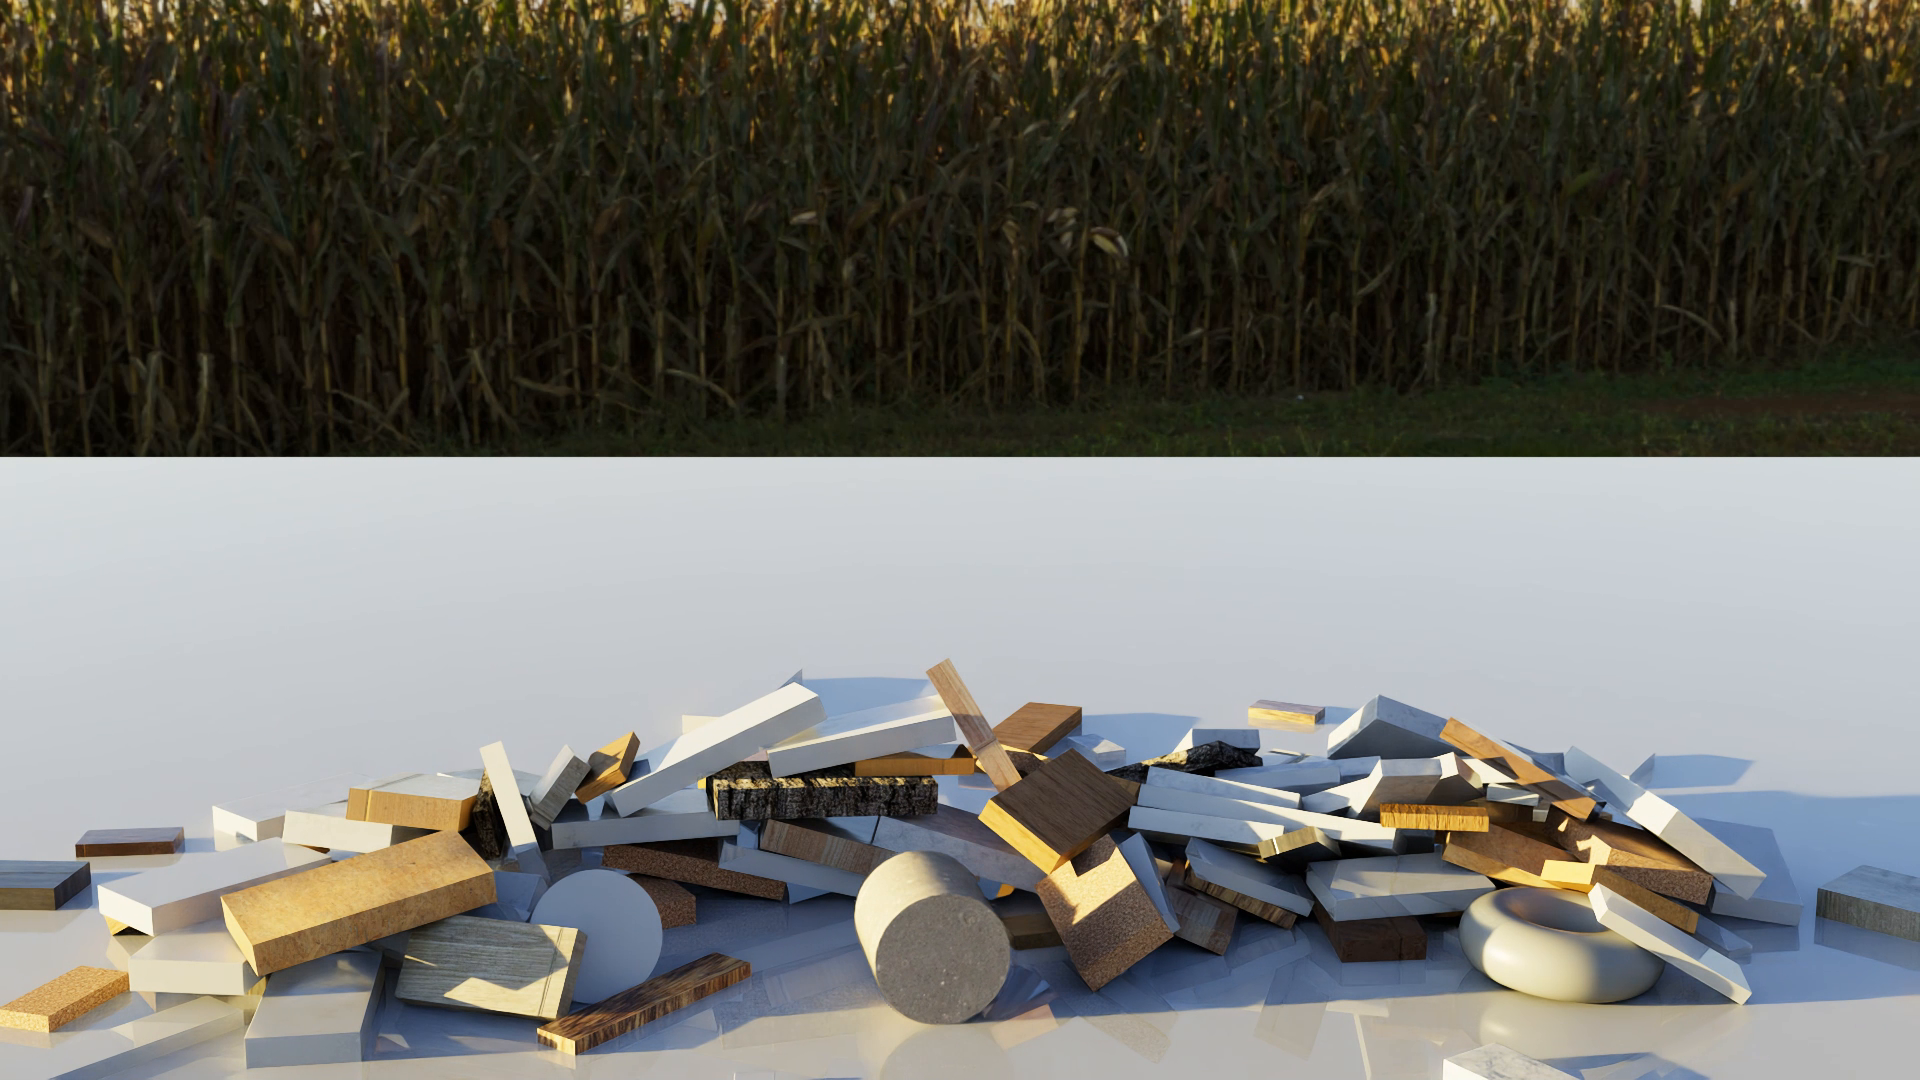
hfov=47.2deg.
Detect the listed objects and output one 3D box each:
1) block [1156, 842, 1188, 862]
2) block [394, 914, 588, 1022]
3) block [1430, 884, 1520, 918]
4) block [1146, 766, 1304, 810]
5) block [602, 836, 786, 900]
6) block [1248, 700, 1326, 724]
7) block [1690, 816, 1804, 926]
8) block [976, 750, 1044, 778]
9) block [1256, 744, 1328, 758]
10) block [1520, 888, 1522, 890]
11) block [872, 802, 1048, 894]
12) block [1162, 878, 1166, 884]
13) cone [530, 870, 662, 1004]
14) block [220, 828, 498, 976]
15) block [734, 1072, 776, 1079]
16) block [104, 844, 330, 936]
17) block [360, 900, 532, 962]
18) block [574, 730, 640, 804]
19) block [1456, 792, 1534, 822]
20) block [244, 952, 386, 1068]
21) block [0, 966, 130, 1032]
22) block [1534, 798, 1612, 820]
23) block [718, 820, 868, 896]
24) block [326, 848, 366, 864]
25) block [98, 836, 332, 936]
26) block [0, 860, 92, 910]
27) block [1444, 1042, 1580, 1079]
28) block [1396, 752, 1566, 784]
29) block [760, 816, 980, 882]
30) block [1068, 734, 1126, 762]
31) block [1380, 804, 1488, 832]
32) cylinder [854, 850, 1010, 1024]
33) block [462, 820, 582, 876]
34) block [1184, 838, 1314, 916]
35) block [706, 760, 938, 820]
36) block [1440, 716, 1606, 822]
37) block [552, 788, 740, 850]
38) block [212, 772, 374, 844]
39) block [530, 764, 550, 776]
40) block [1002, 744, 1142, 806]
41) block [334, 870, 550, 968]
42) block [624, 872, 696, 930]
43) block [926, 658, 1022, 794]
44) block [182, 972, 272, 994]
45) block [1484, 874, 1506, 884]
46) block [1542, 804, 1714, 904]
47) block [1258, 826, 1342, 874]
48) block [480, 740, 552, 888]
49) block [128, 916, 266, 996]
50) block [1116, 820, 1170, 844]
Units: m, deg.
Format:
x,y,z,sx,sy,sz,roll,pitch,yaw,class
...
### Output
x,y,z,sx,sy,sz,roll,pitch,yaw,class
0.394,0.554,3.776,0.111,0.031,0.222,-8,13,-38,block
-0.678,0.617,3.179,0.259,0.130,0.037,3,-25,17,block
0.827,0.579,3.541,0.168,0.024,0.084,-2,7,-11,block
0.450,0.434,3.725,0.255,0.036,0.127,9,-13,15,block
-0.440,0.531,3.680,0.301,0.043,0.151,12,8,-5,block
0.710,0.373,4.777,0.148,0.021,0.074,5,12,27,block
1.296,0.546,3.645,0.136,0.039,0.273,8,20,6,block
0.152,0.448,3.881,0.123,0.035,0.247,1,-33,48,block
0.722,0.453,4.267,0.354,0.050,0.177,3,11,16,block
0.932,0.579,3.454,0.103,0.051,0.015,5,29,26,block
0.039,0.510,3.664,0.359,0.051,0.180,17,8,-1,block
0.234,0.526,3.669,0.222,0.031,0.111,21,8,-1,block
-0.559,0.610,3.323,0.196,0.196,0.196,-3,-16,-16,cone
-0.878,0.525,3.219,0.352,0.050,0.176,-15,22,-28,block
-0.271,0.728,2.884,0.054,0.015,0.108,-1,11,-3,block
-1.203,0.552,3.570,0.152,0.043,0.328,-28,-8,35,block
-0.776,0.582,3.297,0.259,0.037,0.130,15,56,24,block
-0.581,0.375,3.631,0.085,0.024,0.169,-29,14,8,block
0.861,0.453,3.801,0.121,0.034,0.241,3,1,-28,block
-0.916,0.667,3.139,0.152,0.043,0.304,-2,11,-8,block
-1.299,0.666,3.194,0.087,0.025,0.175,3,11,18,block
1.093,0.503,4.061,0.099,0.028,0.197,-7,13,-33,block
-0.251,0.532,3.661,0.302,0.043,0.151,13,9,-9,block
-0.908,0.555,3.725,0.337,0.048,0.168,4,11,22,block
-1.137,0.527,3.368,0.152,0.043,0.304,9,14,40,block
-1.607,0.573,3.657,0.269,0.038,0.135,0,11,3,block
0.746,0.720,2.893,0.101,0.029,0.202,-7,13,-34,block
0.894,0.398,3.823,0.288,0.041,0.144,-5,-4,22,block
-0.152,0.507,3.659,0.359,0.051,0.180,16,8,-7,block
0.280,0.425,4.505,0.065,0.018,0.130,-5,12,-25,block
0.757,0.443,3.515,0.166,0.023,0.083,1,4,10,block
-0.043,0.577,3.207,0.195,0.195,0.195,-2,11,-11,cylinder
-0.795,0.533,3.588,0.316,0.045,0.158,-14,19,-41,block
0.465,0.541,3.539,0.198,0.028,0.099,21,13,-11,block
-0.231,0.409,3.630,0.359,0.051,0.180,0,8,-13,block
0.936,0.381,3.653,0.269,0.038,0.135,31,7,24,block
-0.517,0.458,3.642,0.301,0.043,0.151,-4,9,-6,block
-1.210,0.494,4.071,0.147,0.042,0.293,9,14,41,block
-0.789,0.479,4.171,0.124,0.035,0.248,4,11,20,block
0.211,0.448,3.917,0.290,0.041,0.145,13,-26,33,block
-0.804,0.578,3.361,0.316,0.045,0.158,3,52,15,block
-0.600,0.596,3.513,0.316,0.045,0.158,-6,12,-31,block
0.040,0.342,3.704,0.044,0.308,0.154,-31,-3,-3,block
-1.095,0.615,3.404,0.168,0.048,0.337,1,11,4,block
0.902,0.540,3.707,0.132,0.037,0.264,3,1,18,block
1.077,0.507,3.566,0.167,0.047,0.334,16,4,-2,block
0.541,0.493,3.493,0.092,0.026,0.184,-20,-22,16,block
-0.707,0.456,3.522,0.037,0.130,0.276,-20,38,-13,block
-1.080,0.589,3.282,0.168,0.048,0.337,1,11,6,block
0.260,0.483,3.768,0.222,0.031,0.111,10,-13,-3,block
